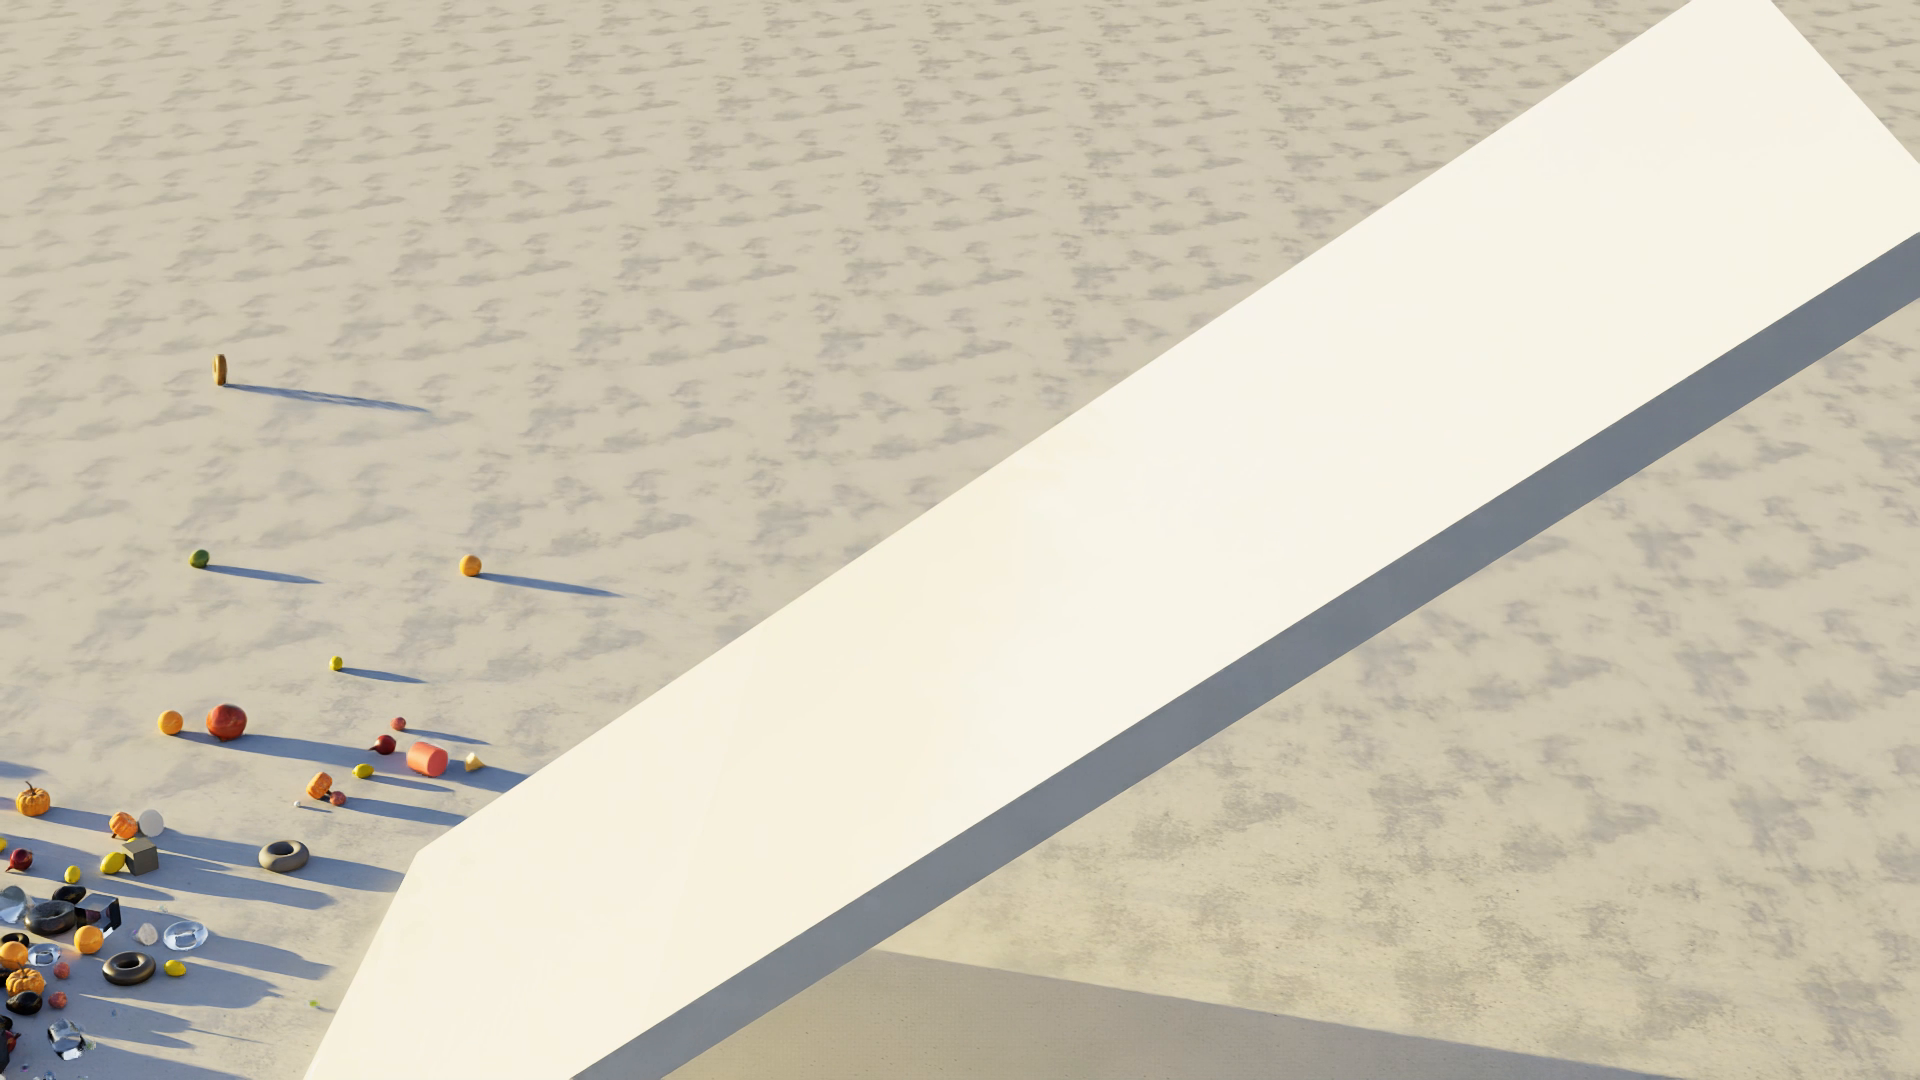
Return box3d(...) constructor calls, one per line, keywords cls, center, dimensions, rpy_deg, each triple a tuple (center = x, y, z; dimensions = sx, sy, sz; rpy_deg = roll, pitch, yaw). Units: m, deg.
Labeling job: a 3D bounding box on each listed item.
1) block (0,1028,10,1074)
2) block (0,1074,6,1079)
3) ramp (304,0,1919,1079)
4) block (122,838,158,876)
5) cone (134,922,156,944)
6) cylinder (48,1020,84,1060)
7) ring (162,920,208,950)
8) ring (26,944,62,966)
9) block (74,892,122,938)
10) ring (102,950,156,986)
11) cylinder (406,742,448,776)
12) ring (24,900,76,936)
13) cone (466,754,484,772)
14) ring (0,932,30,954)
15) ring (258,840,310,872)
box3d(cls="block", center=(-2.301, 1.211, 6.919), dimensions=(0.090, 0.090, 0.090), rpy_deg=(1, 22, 3))
box3d(cls="block", center=(-2.246, 1.276, 6.768), dimensions=(0.083, 0.083, 0.083), rpy_deg=(-19, 29, -39))
box3d(cls="ramp", center=(0.132, 0.177, 6.315), dimensions=(4.000, 0.100, 2.000), rpy_deg=(-34, 16, 16))
box3d(cls="block", center=(-2.188, 0.845, 7.849), dimensions=(0.068, 0.068, 0.068), rpy_deg=(-18, 28, -37))
box3d(cls="cone", center=(-2.089, 1.010, 7.499), dimensions=(0.057, 0.057, 0.057), rpy_deg=(-19, 11, 32))
box3d(cls="cylinder", center=(-2.128, 1.189, 7.000), dimensions=(0.070, 0.070, 0.070), rpy_deg=(-13, 23, -29))
box3d(cls="ring", center=(-1.974, 1.007, 7.491), dimensions=(0.113, 0.038, 0.113), rpy_deg=(0, 23, 0))
box3d(cls="ring", center=(-2.308, 1.044, 7.411), dimensions=(0.087, 0.029, 0.087), rpy_deg=(1, 22, -1))
box3d(cls="block", center=(-2.211, 0.963, 7.544), dimensions=(0.078, 0.078, 0.078), rpy_deg=(8, 23, 18))
box3d(cls="ring", center=(-2.072, 1.068, 7.335), dimensions=(0.129, 0.043, 0.129), rpy_deg=(1, 23, 0))
box3d(cls="cylinder", center=(-1.517, 0.623, 8.376), dimensions=(0.082, 0.082, 0.082), rpy_deg=(15, 27, 33))
box3d(cls="ring", center=(-2.335, 0.972, 7.565), dimensions=(0.139, 0.046, 0.139), rpy_deg=(-1, 22, 1))
box3d(cls="cone", center=(-1.378, 0.641, 8.409), dimensions=(0.054, 0.054, 0.054), rpy_deg=(18, 10, -32))
box3d(cls="ring", center=(-2.403, 1.023, 7.466), dimensions=(0.080, 0.027, 0.080), rpy_deg=(-1, 23, 0))
box3d(cls="ring", center=(-1.811, 0.846, 7.880), dimensions=(0.133, 0.044, 0.133), rpy_deg=(1, 23, 0))
